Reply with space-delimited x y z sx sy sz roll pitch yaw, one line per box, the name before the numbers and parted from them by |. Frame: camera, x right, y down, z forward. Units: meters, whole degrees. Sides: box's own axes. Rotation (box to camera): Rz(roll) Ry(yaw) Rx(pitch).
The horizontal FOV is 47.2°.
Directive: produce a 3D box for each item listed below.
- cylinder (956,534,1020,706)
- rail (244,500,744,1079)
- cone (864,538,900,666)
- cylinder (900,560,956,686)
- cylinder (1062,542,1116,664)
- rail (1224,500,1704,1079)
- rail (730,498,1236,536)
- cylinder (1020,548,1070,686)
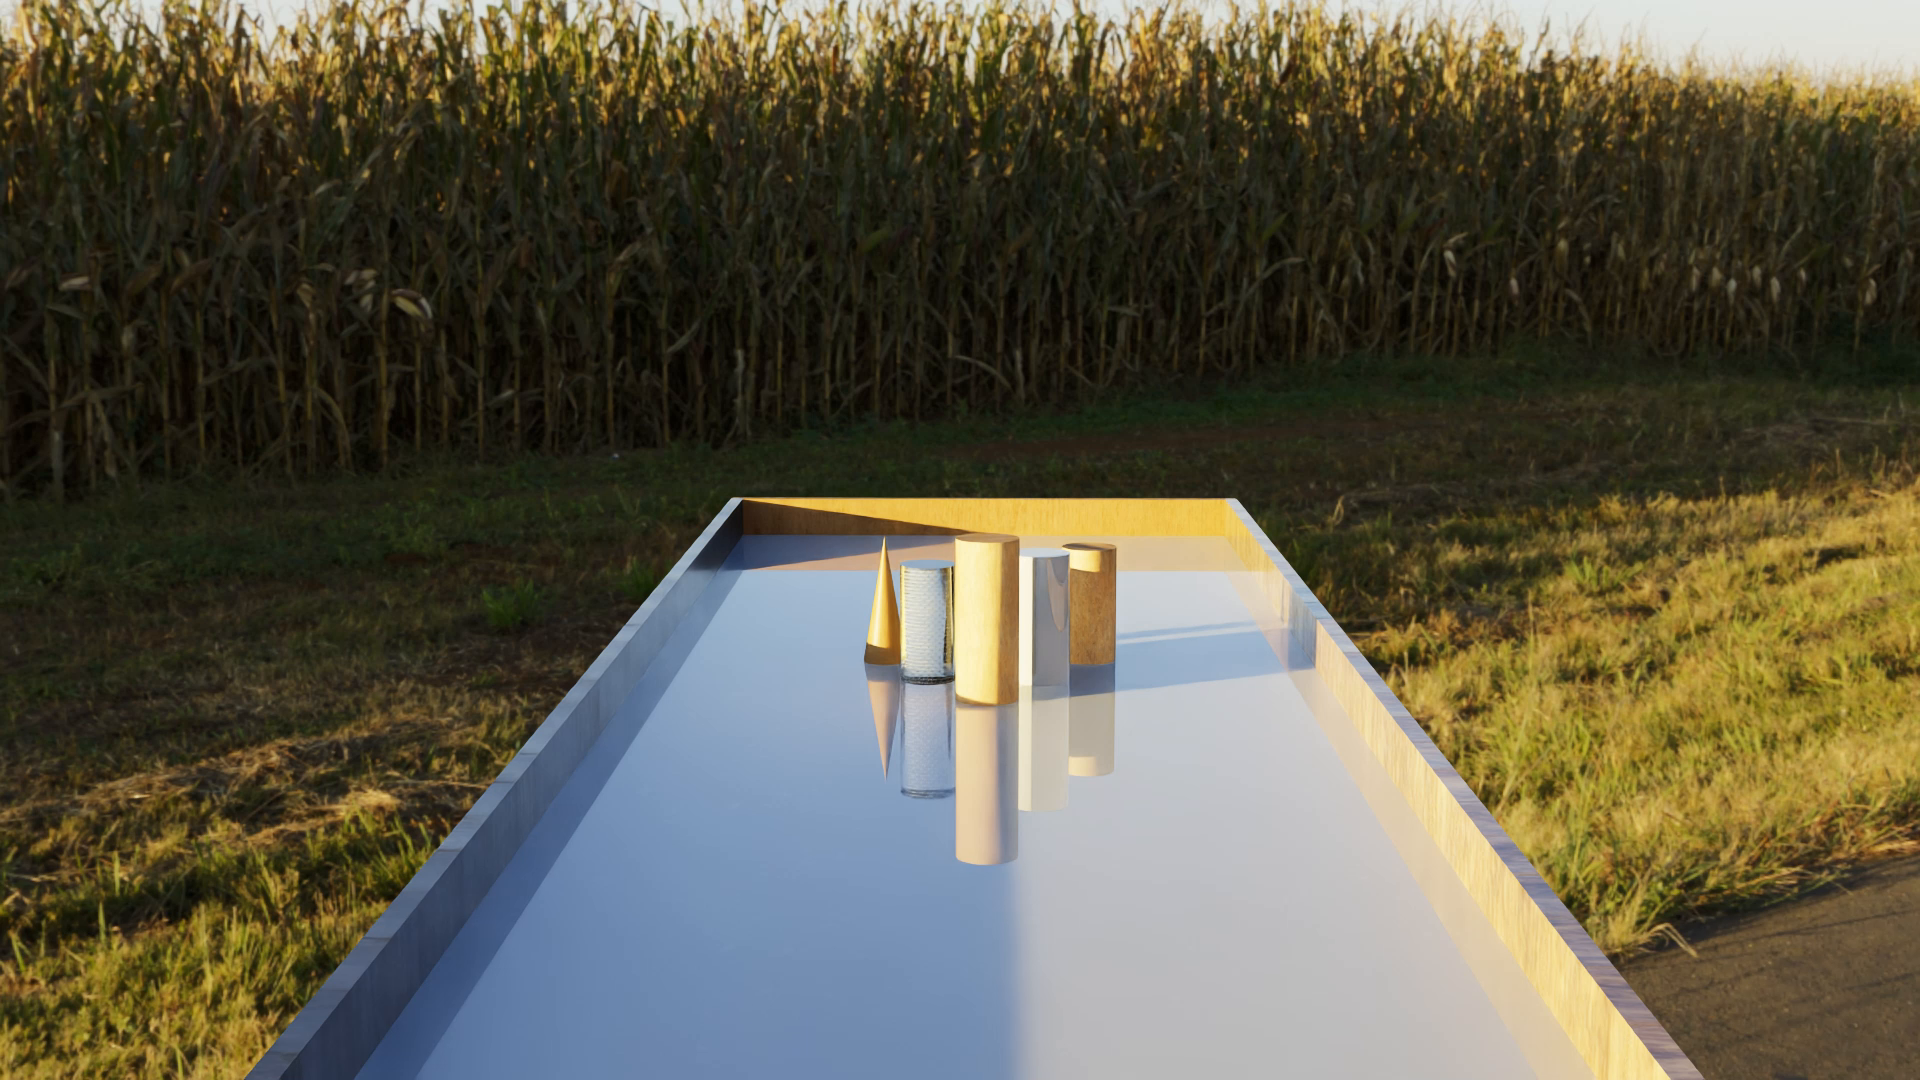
cylinder | 0.077 0.220 6.157 0.179 0.458 0.179 0 9 0
rail | -1.004 0.839 3.234 0.050 0.150 12.000 0 9 1
cone | -0.227 0.177 6.664 0.132 0.384 0.132 0 9 0
cylinder | -0.094 0.238 6.413 0.162 0.342 0.162 0 9 0
cylinder | 0.392 0.192 6.690 0.166 0.347 0.166 0 9 0
rail | 1.046 0.843 3.208 0.050 0.150 12.000 0 9 1
rail | 0.099 -0.098 9.147 2.100 0.150 0.050 0 9 1
cylinder | 0.233 0.222 6.408 0.174 0.376 0.174 0 9 0
